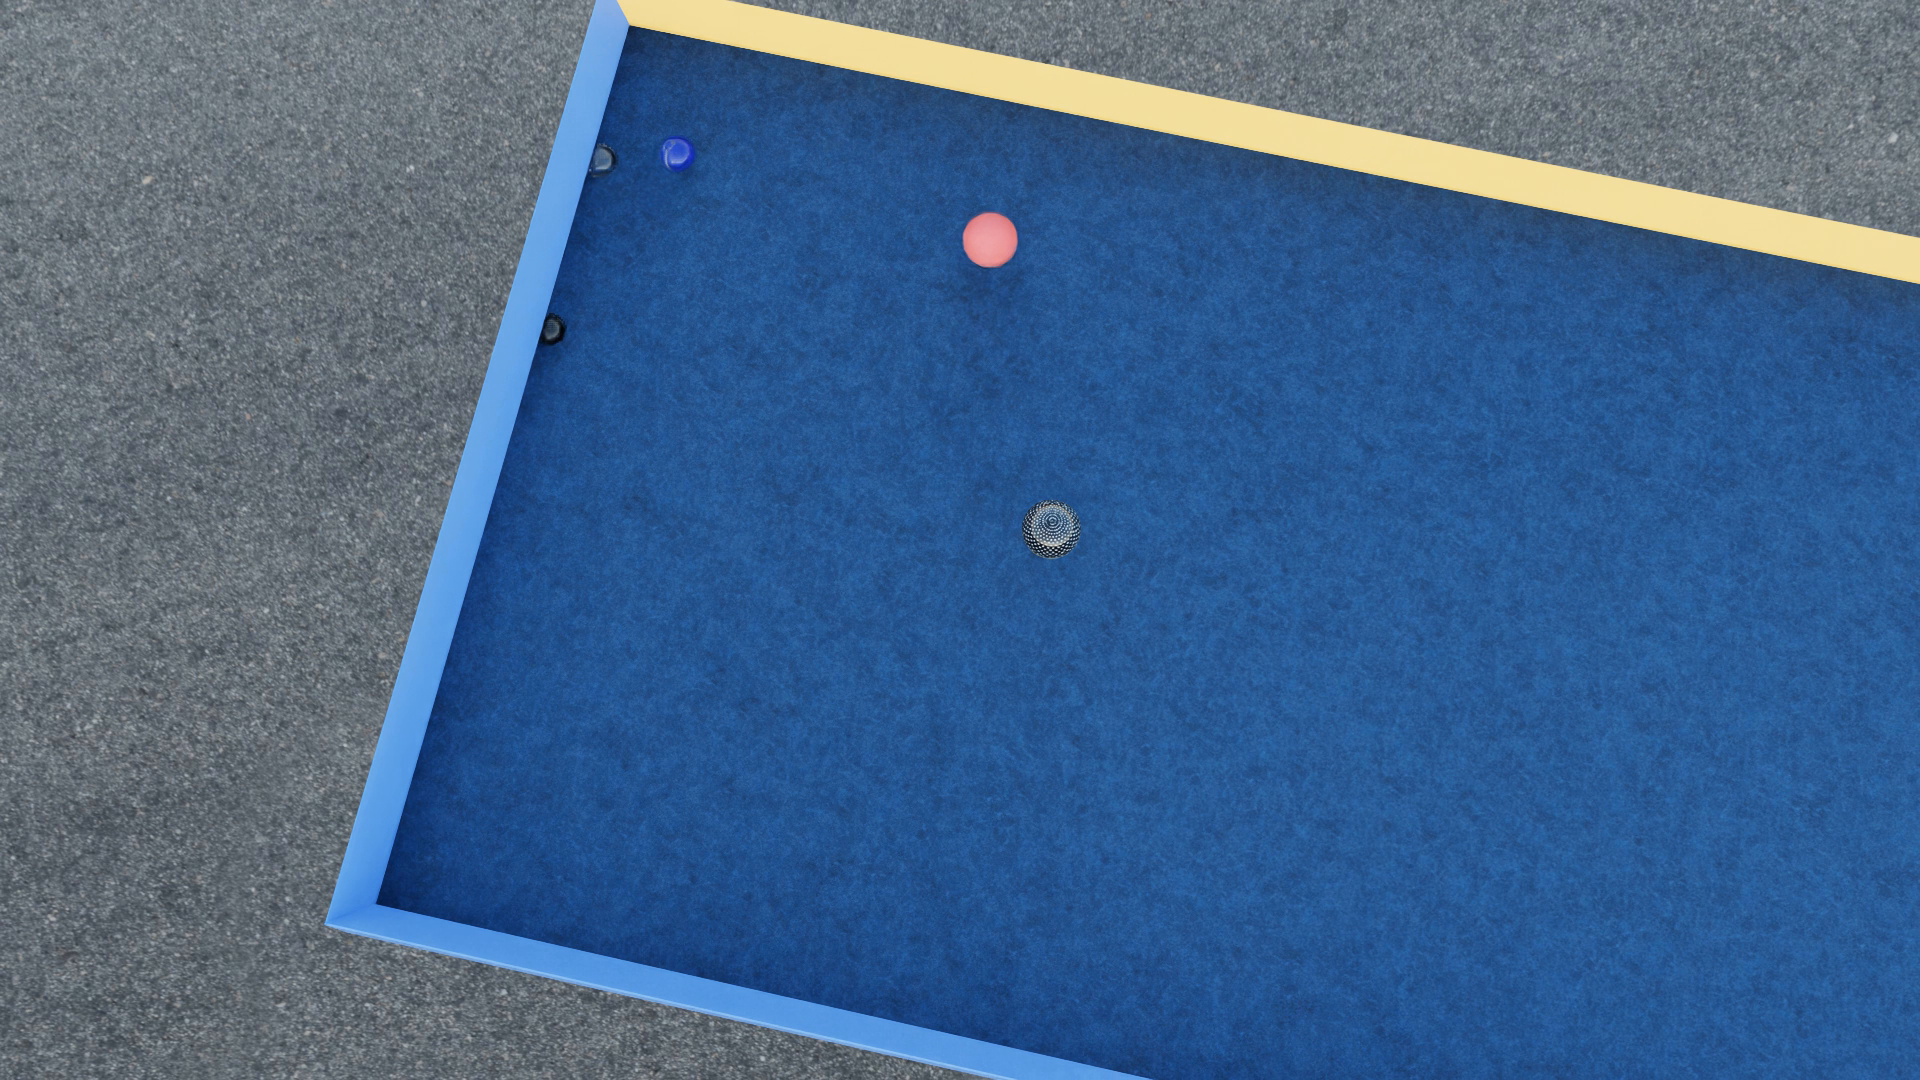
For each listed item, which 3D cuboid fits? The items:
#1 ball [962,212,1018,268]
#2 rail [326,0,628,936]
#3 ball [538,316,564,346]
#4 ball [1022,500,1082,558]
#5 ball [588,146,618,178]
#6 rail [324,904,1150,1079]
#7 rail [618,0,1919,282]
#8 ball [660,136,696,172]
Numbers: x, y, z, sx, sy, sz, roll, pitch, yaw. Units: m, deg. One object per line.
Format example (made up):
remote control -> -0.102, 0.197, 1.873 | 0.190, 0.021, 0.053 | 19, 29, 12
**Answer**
ball -> 0.048, -0.473, 3.475 | 0.087, 0.087, 0.087 | 0, 75, 0
rail -> -0.713, -0.159, 3.372 | 0.045, 0.118, 1.538 | 12, 75, 3
ball -> -0.645, -0.329, 3.457 | 0.046, 0.046, 0.046 | 0, 75, 0
ball -> 0.139, -0.017, 3.348 | 0.091, 0.091, 0.091 | 0, 75, 0
ball -> -0.576, -0.607, 3.530 | 0.051, 0.051, 0.051 | 0, 75, 0
rail -> 0.575, 0.851, 3.094 | 3.014, 0.118, 0.045 | 12, 75, 3
rail -> 0.896, -0.553, 3.480 | 3.014, 0.118, 0.045 | 12, 75, 3
ball -> -0.454, -0.619, 3.531 | 0.057, 0.057, 0.057 | 0, 75, 0
